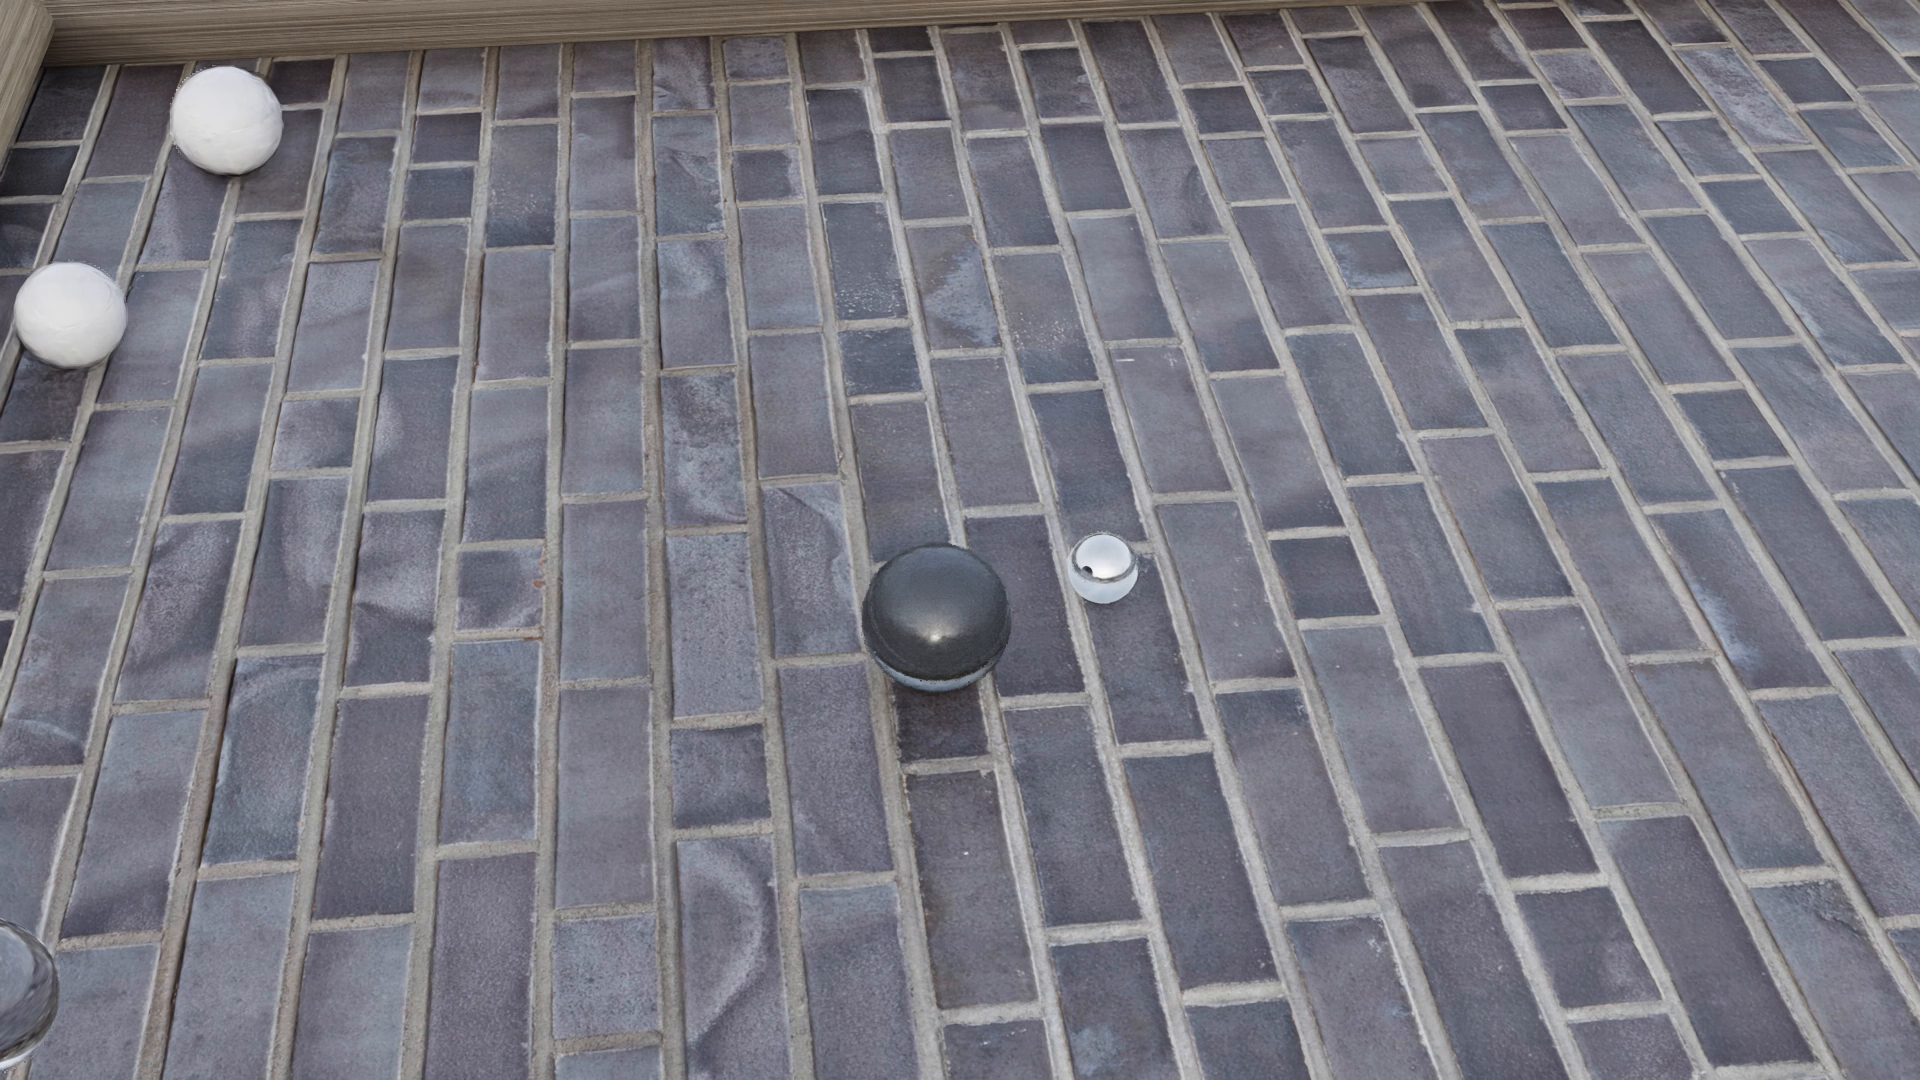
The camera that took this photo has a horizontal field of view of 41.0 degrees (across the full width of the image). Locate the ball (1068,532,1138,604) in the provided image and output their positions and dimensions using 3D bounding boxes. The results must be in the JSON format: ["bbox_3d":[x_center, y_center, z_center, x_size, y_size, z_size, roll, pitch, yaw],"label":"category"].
[{"bbox_3d":[0.092,0.018,1.658,0.046,0.046,0.046,0,36,0],"label":"ball"}]

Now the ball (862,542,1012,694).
[{"bbox_3d":[-0.014,0.048,1.577,0.093,0.093,0.093,0,36,0],"label":"ball"}]

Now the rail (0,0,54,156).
[{"bbox_3d":[-0.721,0.030,1.577,0.045,0.120,1.744,-4,36,-5],"label":"rail"}]

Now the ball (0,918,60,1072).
[{"bbox_3d":[-0.508,0.236,1.326,0.082,0.082,0.082,0,36,0],"label":"ball"}]

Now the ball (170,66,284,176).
[{"bbox_3d":[-0.608,-0.347,2.128,0.090,0.090,0.090,0,36,0],"label":"ball"}]

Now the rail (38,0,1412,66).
[{"bbox_3d":[0.649,-0.560,2.395,2.998,0.120,0.045,-4,36,-5],"label":"rail"}]

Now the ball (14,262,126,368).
[{"bbox_3d":[-0.654,-0.165,1.884,0.079,0.079,0.079,0,36,0],"label":"ball"}]
